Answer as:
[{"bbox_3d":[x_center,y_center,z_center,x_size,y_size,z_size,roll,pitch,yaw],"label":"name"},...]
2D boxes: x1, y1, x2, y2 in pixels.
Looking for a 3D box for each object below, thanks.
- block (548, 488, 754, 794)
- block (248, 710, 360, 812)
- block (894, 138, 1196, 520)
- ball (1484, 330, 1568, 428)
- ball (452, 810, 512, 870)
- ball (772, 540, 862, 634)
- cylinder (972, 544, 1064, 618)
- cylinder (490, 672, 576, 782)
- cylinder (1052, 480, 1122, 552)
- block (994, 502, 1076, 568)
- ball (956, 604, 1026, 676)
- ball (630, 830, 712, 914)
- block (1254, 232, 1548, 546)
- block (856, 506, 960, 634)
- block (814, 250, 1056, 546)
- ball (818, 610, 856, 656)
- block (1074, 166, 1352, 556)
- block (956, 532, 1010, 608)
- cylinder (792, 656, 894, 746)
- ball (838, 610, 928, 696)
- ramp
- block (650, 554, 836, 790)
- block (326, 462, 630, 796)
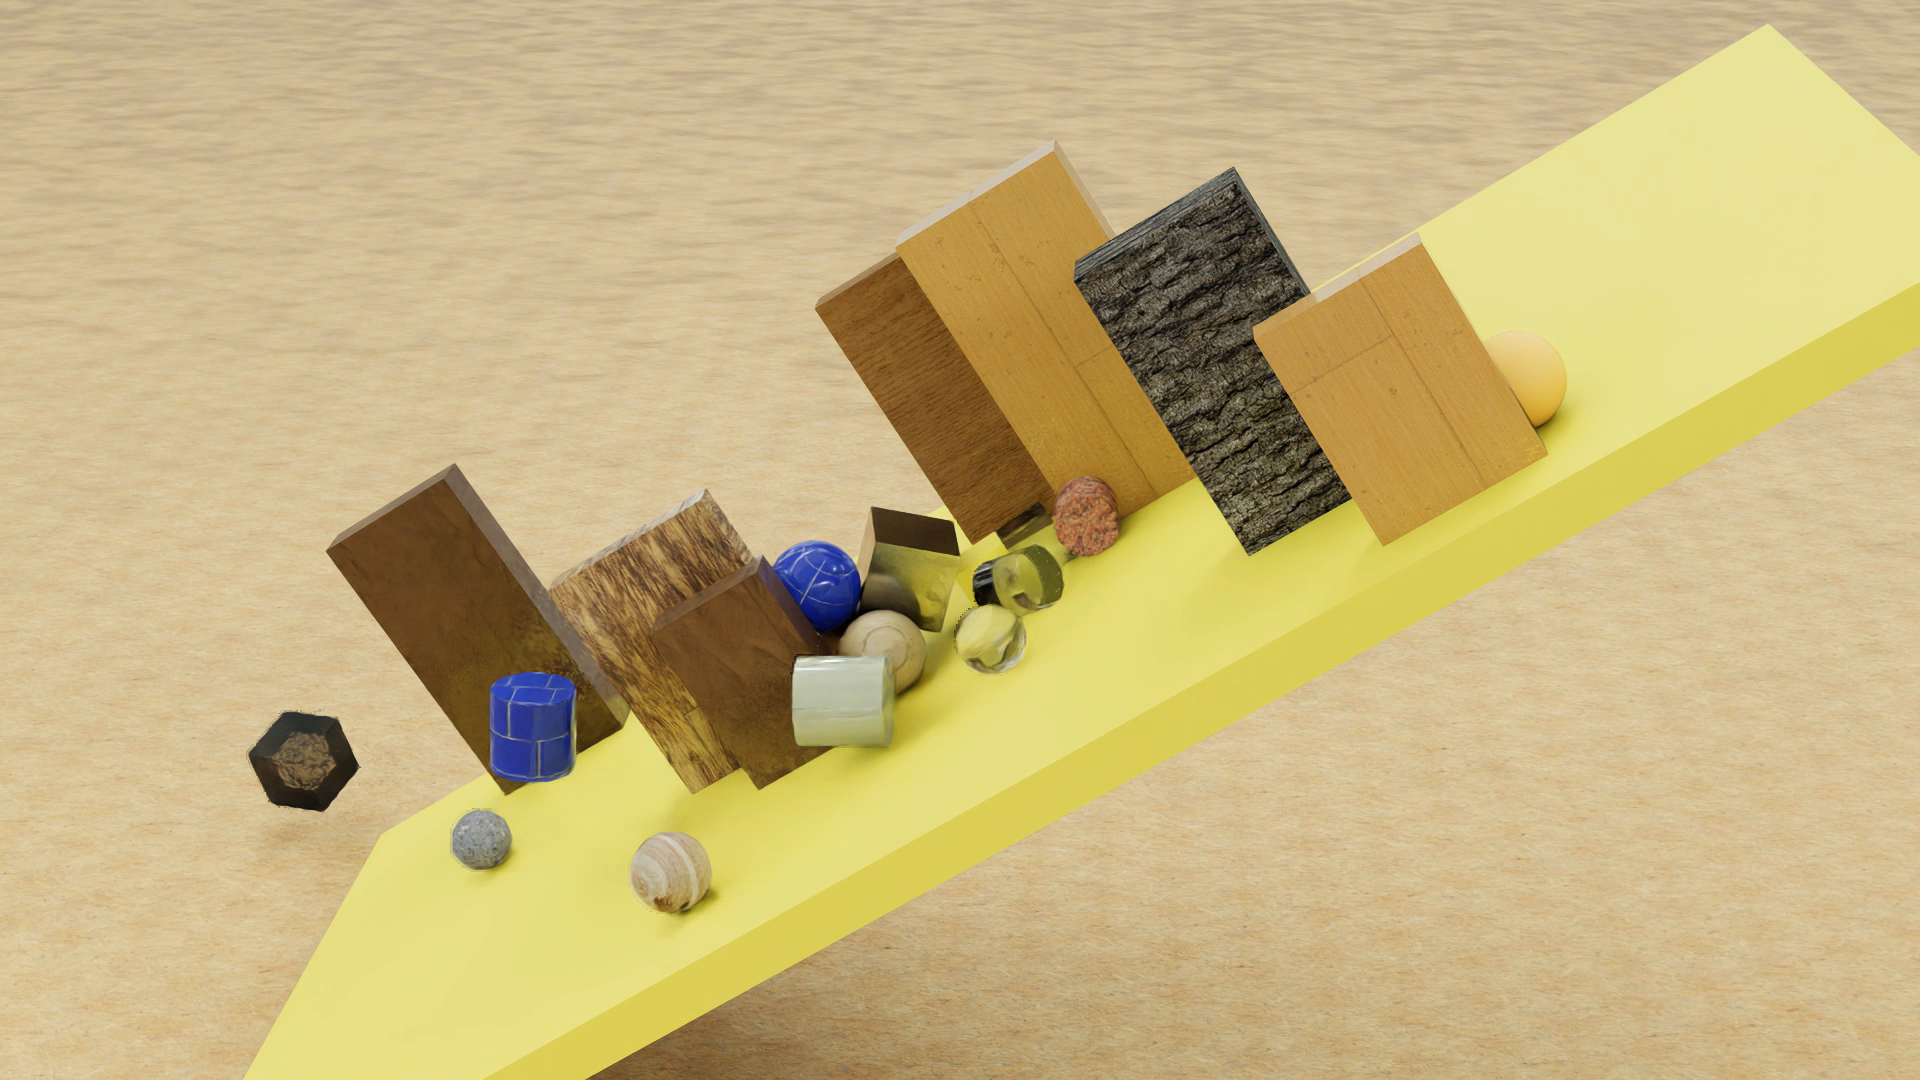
[{"bbox_3d":[-0.561,0.222,6.323,0.398,0.553,0.083,-30,15,13],"label":"block"},{"bbox_3d":[-1.750,0.590,7.846,0.178,0.178,0.178,5,40,27],"label":"block"},{"bbox_3d":[0.236,-0.422,6.265,0.391,0.762,0.120,-30,15,13],"label":"block"},{"bbox_3d":[1.011,-0.289,5.352,0.185,0.185,0.185,0,20,0],"label":"ball"},{"bbox_3d":[-1.105,0.693,6.794,0.139,0.139,0.139,0,20,0],"label":"ball"},{"bbox_3d":[-0.308,0.099,6.217,0.198,0.198,0.198,0,20,0],"label":"ball"},{"bbox_3d":[0.121,0.092,6.123,0.134,0.134,0.134,-20,3,41],"label":"cylinder"},{"bbox_3d":[-0.910,0.399,6.269,0.179,0.179,0.179,3,20,-1],"label":"cylinder"},{"bbox_3d":[0.270,-0.051,6.254,0.134,0.134,0.134,-1,11,-4],"label":"cylinder"},{"bbox_3d":[0.162,0.008,6.331,0.117,0.117,0.117,-34,15,1],"label":"block"},{"bbox_3d":[0.063,0.200,5.889,0.142,0.142,0.142,0,20,0],"label":"ball"},{"bbox_3d":[-0.566,0.650,5.757,0.160,0.160,0.160,0,20,0],"label":"ball"},{"bbox_3d":[0.783,-0.266,5.232,0.336,0.453,0.084,-30,15,13],"label":"block"},{"bbox_3d":[-0.116,0.063,6.281,0.183,0.183,0.183,10,23,-10],"label":"block"},{"bbox_3d":[0.028,-0.344,6.596,0.388,0.690,0.082,-30,15,13],"label":"block"},{"bbox_3d":[-0.216,0.220,6.330,0.182,0.182,0.182,0,20,0],"label":"ball"},{"bbox_3d":[0.536,-0.337,5.605,0.352,0.641,0.150,-30,15,13],"label":"block"},{"bbox_3d":[0.064,0.080,6.294,0.125,0.125,0.125,-33,15,1],"label":"block"},{"bbox_3d":[-0.233,0.324,5.917,0.180,0.180,0.180,-1,20,7],"label":"cylinder"},{"bbox_3d":[-0.161,0.238,6.155,0.185,0.185,0.185,0,20,0],"label":"ball"},{"bbox_3d":[0.140,0.170,6.292,4.000,0.100,2.000,-30,15,13],"label":"ramp"},{"bbox_3d":[-0.415,0.277,6.128,0.268,0.408,0.109,-30,15,13],"label":"block"},{"bbox_3d":[-1.175,0.224,7.207,0.357,0.756,0.120,-30,15,13],"label":"block"}]
